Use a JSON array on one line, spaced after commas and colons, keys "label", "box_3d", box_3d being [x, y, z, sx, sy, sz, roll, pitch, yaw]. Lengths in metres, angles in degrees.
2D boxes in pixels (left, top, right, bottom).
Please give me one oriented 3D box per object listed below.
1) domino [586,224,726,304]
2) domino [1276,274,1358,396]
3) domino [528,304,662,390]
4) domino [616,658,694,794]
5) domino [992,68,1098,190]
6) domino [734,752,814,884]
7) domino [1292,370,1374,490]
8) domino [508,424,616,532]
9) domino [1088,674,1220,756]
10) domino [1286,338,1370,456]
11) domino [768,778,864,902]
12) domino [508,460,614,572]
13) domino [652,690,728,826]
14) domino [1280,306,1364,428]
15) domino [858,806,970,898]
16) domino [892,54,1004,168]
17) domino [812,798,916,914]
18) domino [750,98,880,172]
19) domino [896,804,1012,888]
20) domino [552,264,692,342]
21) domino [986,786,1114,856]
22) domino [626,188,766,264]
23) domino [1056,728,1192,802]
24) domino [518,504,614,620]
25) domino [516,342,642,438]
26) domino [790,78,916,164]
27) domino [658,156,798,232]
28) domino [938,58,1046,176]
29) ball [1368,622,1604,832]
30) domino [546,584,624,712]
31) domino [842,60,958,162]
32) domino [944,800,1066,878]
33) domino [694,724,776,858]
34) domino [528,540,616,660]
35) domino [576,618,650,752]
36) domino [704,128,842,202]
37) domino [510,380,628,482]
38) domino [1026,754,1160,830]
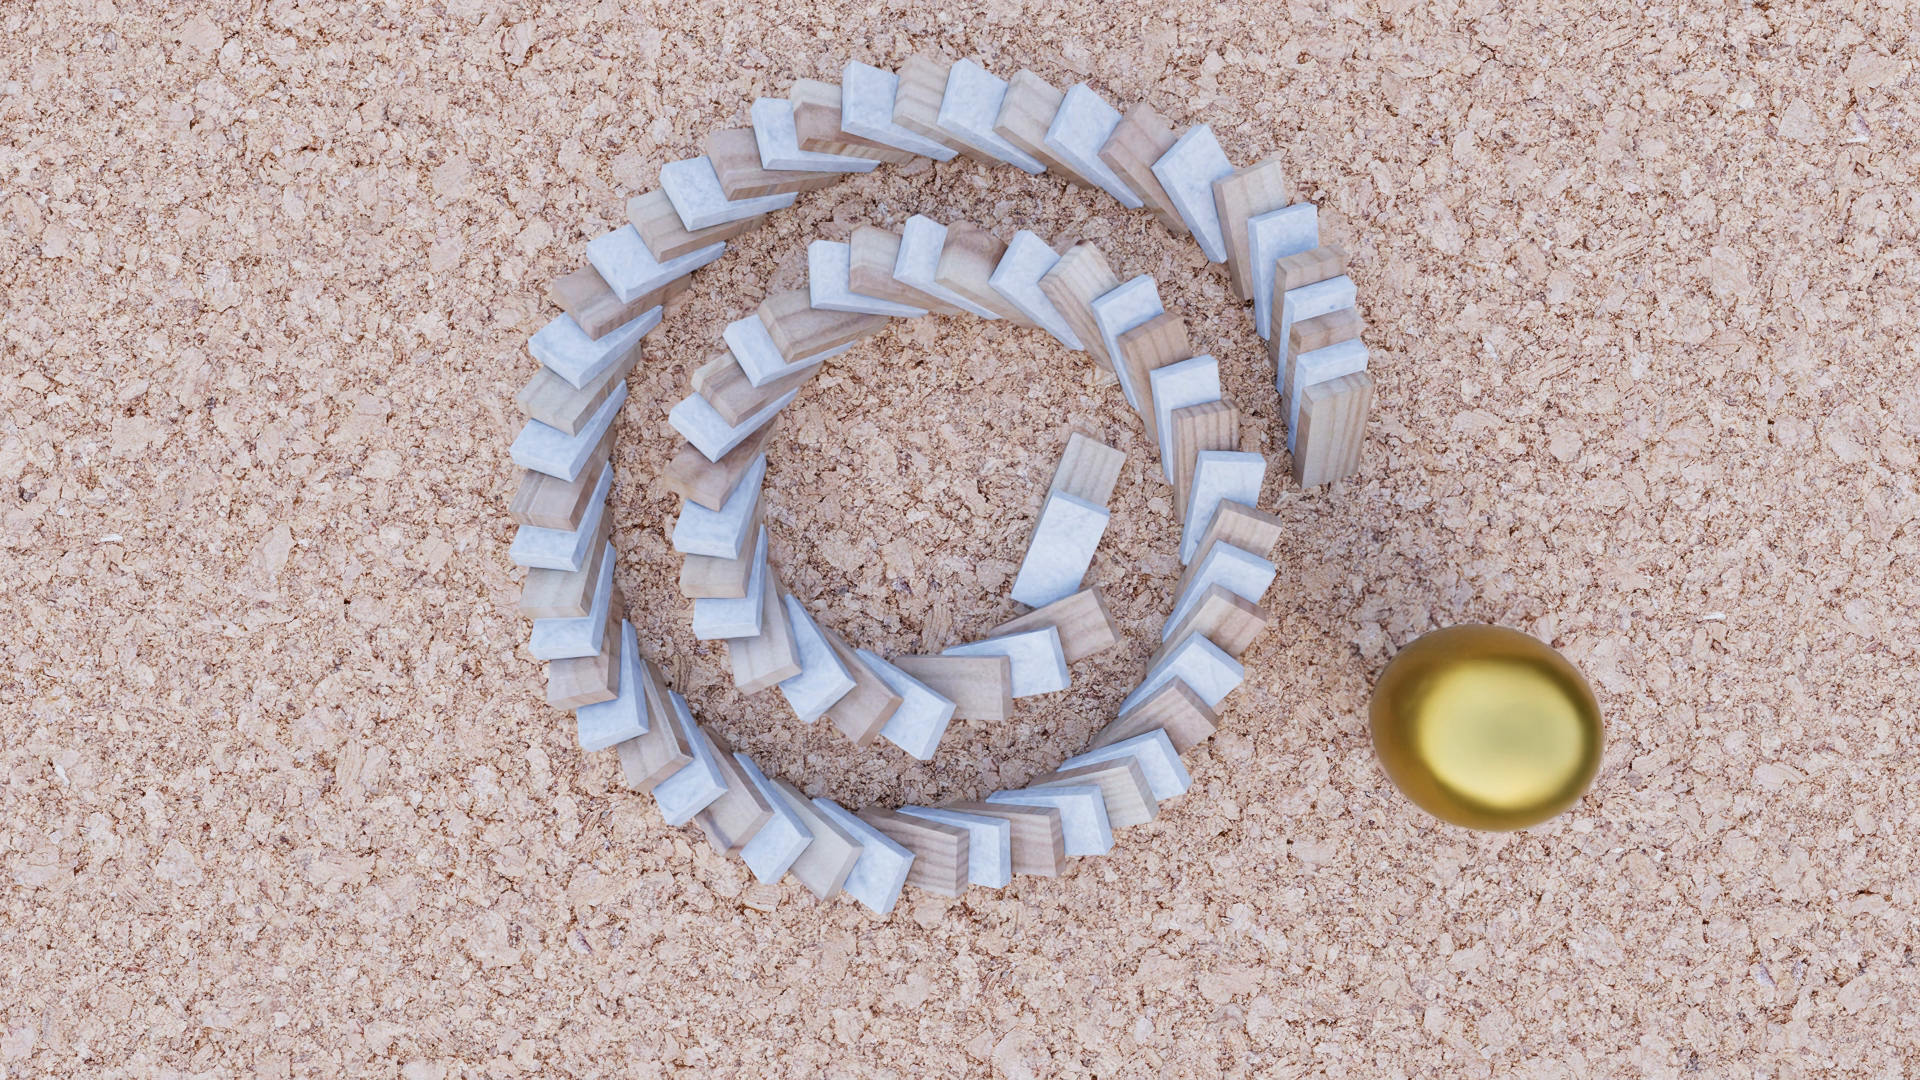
[{"label": "domino", "box_3d": [-0.127, -0.121, 0.383, 0.050, 0.010, 0.025, -39, 90, -30]}, {"label": "domino", "box_3d": [0.146, -0.082, 0.378, 0.025, 0.050, 0.010, -16, 48, 0]}, {"label": "domino", "box_3d": [-0.151, -0.088, 0.383, 0.025, 0.009, 0.050, 36, 58, 1]}, {"label": "domino", "box_3d": [-0.132, 0.077, 0.383, 0.025, 0.010, 0.050, -35, 58, 1]}, {"label": "domino", "box_3d": [0.040, -0.171, 0.384, 0.050, 0.009, 0.025, 21, 90, -28]}, {"label": "domino", "box_3d": [-0.086, 0.116, 0.384, 0.050, 0.010, 0.025, 40, 90, 30]}, {"label": "domino", "box_3d": [0.153, -0.044, 0.378, 0.025, 0.050, 0.010, -16, 48, 0]}, {"label": "domino", "box_3d": [-0.165, -0.028, 0.382, 0.025, 0.010, 0.050, 8, 57, 2]}, {"label": "domino", "box_3d": [0.081, 0.081, 0.383, 0.025, 0.010, 0.050, 45, 121, 0]}, {"label": "domino", "box_3d": [0.151, -0.057, 0.378, 0.025, 0.050, 0.009, -16, 48, 0]}, {"label": "domino", "box_3d": [-0.066, 0.125, 0.384, 0.050, 0.009, 0.025, 30, 90, 29]}, {"label": "domino", "box_3d": [-0.165, -0.012, 0.382, 0.025, 0.009, 0.050, 6, 57, 0]}, {"label": "domino", "box_3d": [-0.120, 0.091, 0.384, 0.025, 0.010, 0.050, -37, 61, 0]}, {"label": "domino", "box_3d": [0.148, -0.070, 0.378, 0.025, 0.050, 0.009, -16, 48, 0]}, {"label": "domino", "box_3d": [-0.020, 0.129, 0.382, 0.050, 0.010, 0.025, 3, 93, 31]}, {"label": "domino", "box_3d": [-0.002, -0.178, 0.383, 0.050, 0.009, 0.025, 11, 90, -31]}, {"label": "domino", "box_3d": [-0.045, 0.131, 0.384, 0.050, 0.009, 0.025, 23, 91, 29]}, {"label": "domino", "box_3d": [-0.060, -0.168, 0.383, 0.050, 0.010, 0.025, -13, 90, -33]}, {"label": "domino", "box_3d": [-0.003, 0.128, 0.383, 0.050, 0.009, 0.025, -2, 90, 31]}, {"label": "domino", "box_3d": [-0.141, -0.106, 0.383, 0.025, 0.009, 0.050, 47, 59, 0]}, {"label": "domino", "box_3d": [0.037, 0.117, 0.382, 0.050, 0.010, 0.025, -13, 93, 33]}, {"label": "domino", "box_3d": [-0.110, -0.137, 0.384, 0.050, 0.009, 0.025, -32, 90, -29]}, {"label": "domino", "box_3d": [0.068, 0.098, 0.382, 0.050, 0.010, 0.025, -29, 90, 34]}, {"label": "domino", "box_3d": [-0.163, 0.008, 0.382, 0.025, 0.010, 0.050, -2, 56, 2]}, {"label": "domino", "box_3d": [-0.158, -0.069, 0.383, 0.025, 0.009, 0.050, 25, 58, 0]}, {"label": "domino", "box_3d": [-0.044, -0.174, 0.382, 0.050, 0.010, 0.025, -7, 87, -33]}, {"label": "domino", "box_3d": [-0.096, -0.148, 0.382, 0.050, 0.009, 0.025, -28, 88, -32]}, {"label": "domino", "box_3d": [0.017, -0.176, 0.383, 0.050, 0.010, 0.025, 15, 90, -31]}, {"label": "ball", "box_3d": [0.204, 0.073, 0.360, 0.080, 0.080, 0.080, 0, 90, 0]}, {"label": "domino", "box_3d": [-0.155, 0.044, 0.382, 0.025, 0.010, 0.050, -13, 56, 2]}, {"label": "domino", "box_3d": [-0.024, -0.178, 0.382, 0.050, 0.009, 0.025, 3, 87, -32]}, {"label": "domino", "box_3d": [0.018, 0.124, 0.382, 0.050, 0.009, 0.025, -6, 93, 32]}, {"label": "domino", "box_3d": [-0.102, 0.105, 0.383, 0.025, 0.010, 0.050, -48, 61, 1]}, {"label": "domino", "box_3d": [-0.161, 0.025, 0.382, 0.025, 0.010, 0.050, -5, 56, 0]}, {"label": "domino", "box_3d": [-0.147, 0.060, 0.383, 0.025, 0.010, 0.050, -20, 59, 0]}, {"label": "domino", "box_3d": [-0.078, -0.159, 0.383, 0.050, 0.010, 0.025, -22, 90, -31]}, {"label": "domino", "box_3d": [-0.162, -0.050, 0.383, 0.025, 0.010, 0.050, 18, 58, 0]}, {"label": "domino", "box_3d": [0.055, 0.108, 0.381, 0.050, 0.010, 0.025, -23, 93, 34]}]
